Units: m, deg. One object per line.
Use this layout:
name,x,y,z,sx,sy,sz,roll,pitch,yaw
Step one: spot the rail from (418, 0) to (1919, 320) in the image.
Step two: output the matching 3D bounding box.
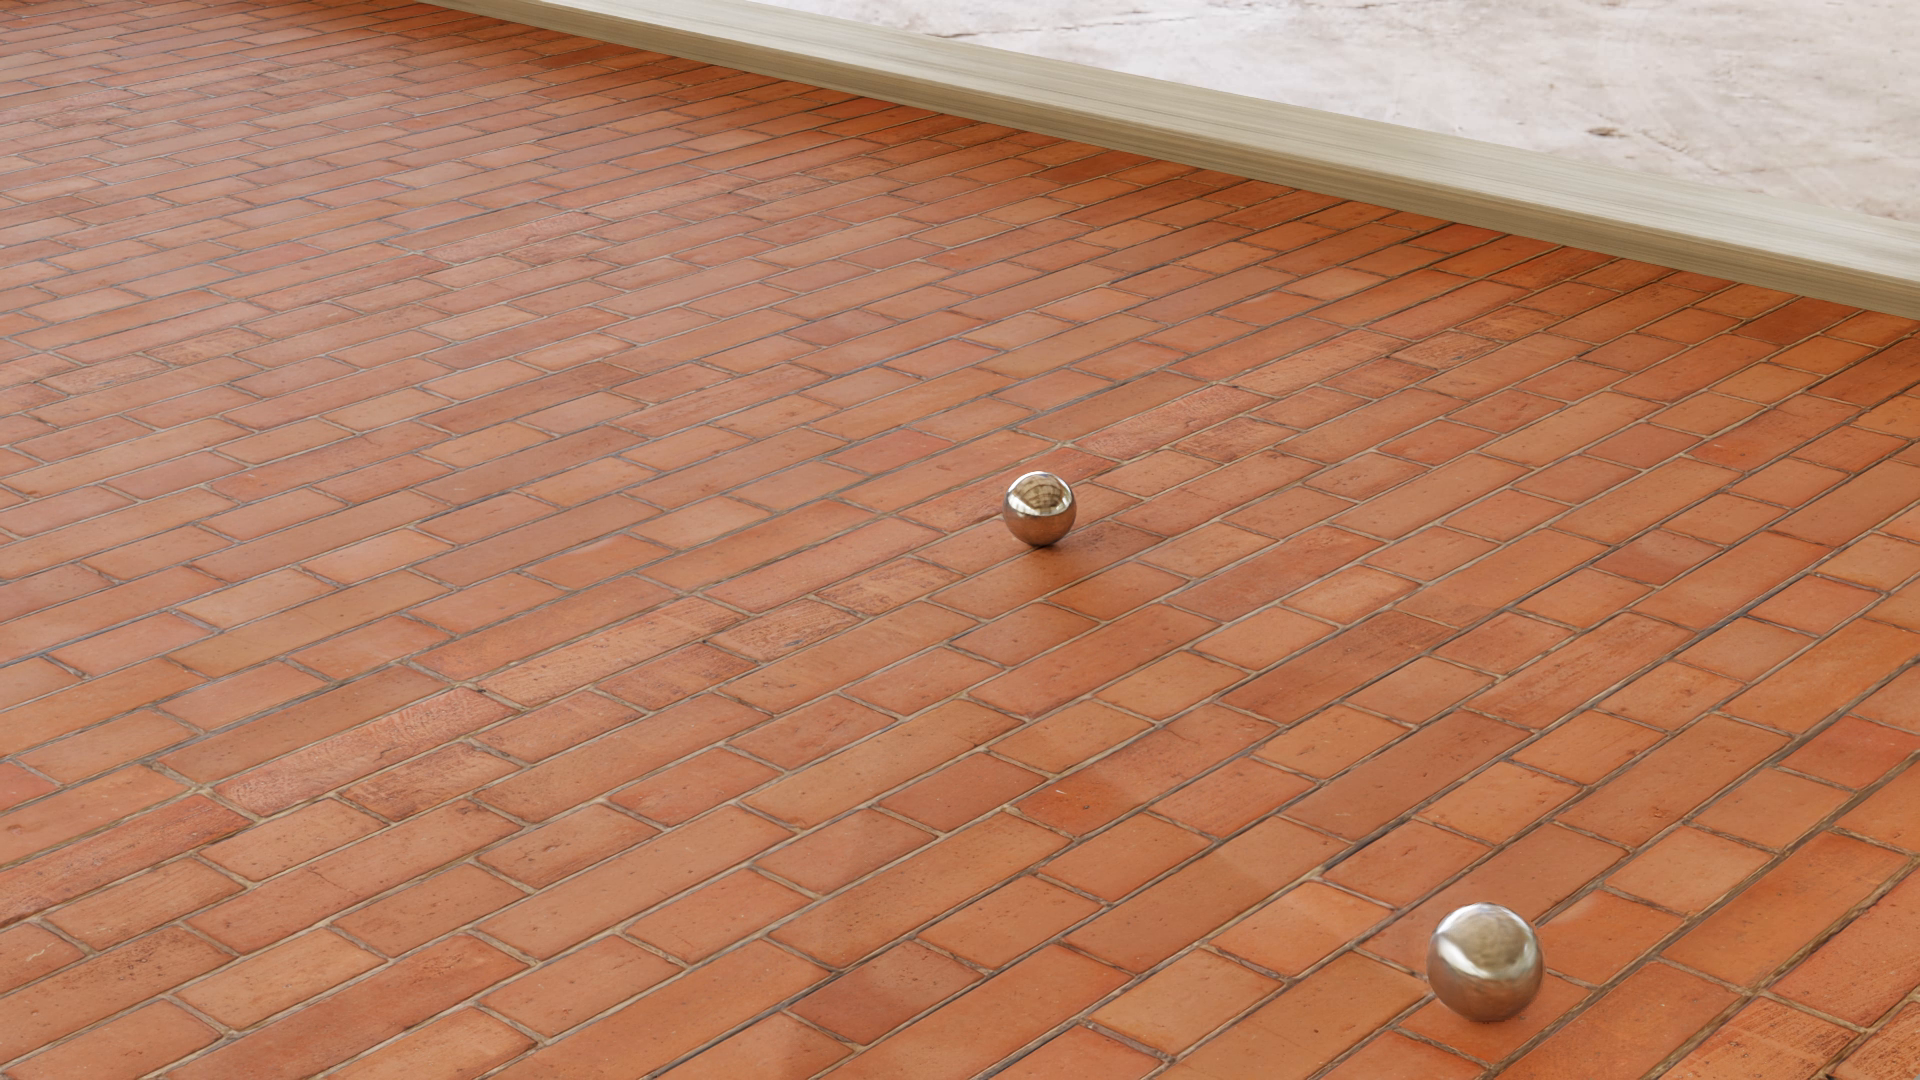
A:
rail,0.037,-0.619,4.039,4.203,0.105,0.045,18,28,38

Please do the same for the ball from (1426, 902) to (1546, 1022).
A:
ball,0.334,0.268,1.870,0.075,0.075,0.075,0,22,0

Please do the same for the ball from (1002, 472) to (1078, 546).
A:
ball,0.071,-0.028,2.619,0.067,0.067,0.067,0,22,0

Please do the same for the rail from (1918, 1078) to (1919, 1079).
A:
rail,0.767,0.239,1.900,0.045,0.105,2.520,18,28,38
